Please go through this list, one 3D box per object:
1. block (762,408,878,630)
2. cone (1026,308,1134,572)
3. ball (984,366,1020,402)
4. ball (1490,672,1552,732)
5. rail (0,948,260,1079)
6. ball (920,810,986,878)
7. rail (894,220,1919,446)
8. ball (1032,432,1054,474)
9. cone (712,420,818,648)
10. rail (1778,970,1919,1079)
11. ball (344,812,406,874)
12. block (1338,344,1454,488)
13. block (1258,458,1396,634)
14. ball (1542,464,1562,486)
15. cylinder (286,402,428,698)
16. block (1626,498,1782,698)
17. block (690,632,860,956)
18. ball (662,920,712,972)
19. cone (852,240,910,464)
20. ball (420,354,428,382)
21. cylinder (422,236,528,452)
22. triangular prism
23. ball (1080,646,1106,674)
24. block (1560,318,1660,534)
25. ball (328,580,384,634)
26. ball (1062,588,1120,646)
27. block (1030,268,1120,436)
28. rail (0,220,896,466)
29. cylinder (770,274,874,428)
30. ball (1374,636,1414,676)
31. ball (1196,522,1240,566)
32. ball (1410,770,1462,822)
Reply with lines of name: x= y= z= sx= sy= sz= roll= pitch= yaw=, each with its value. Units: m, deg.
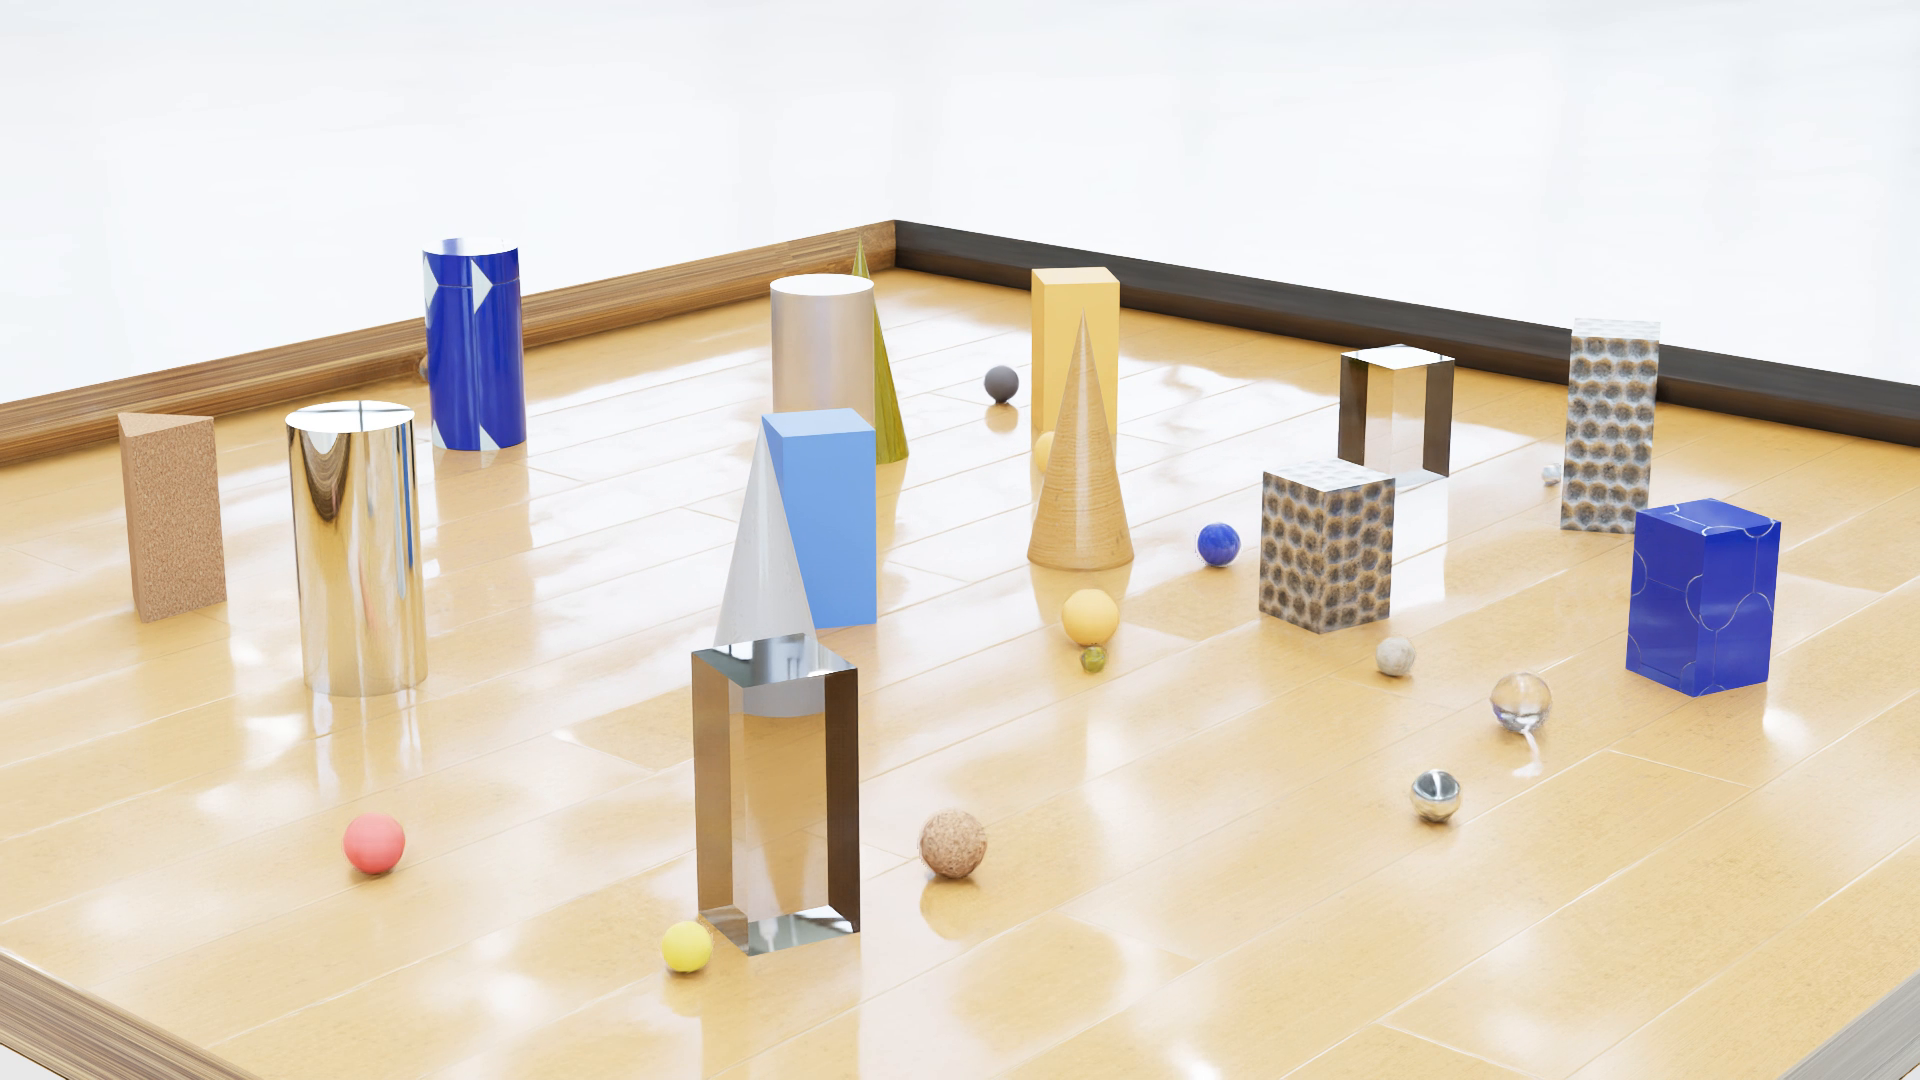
block: x=-0.239 y=-0.036 z=4.984 sx=0.158 sy=0.339 sz=0.158 roll=-5 pitch=17 yaw=-16
cone: x=0.220 y=-0.194 z=5.291 sx=0.198 sy=0.466 sz=0.198 roll=0 pitch=17 yaw=0
ball: x=0.092 y=-0.344 z=6.459 sx=0.080 sy=0.080 sz=0.080 roll=0 pitch=17 yaw=0
ball: x=0.856 y=0.247 z=4.471 sx=0.094 sy=0.094 sz=0.094 roll=0 pitch=17 yaw=0
rail: x=-1.335 y=0.476 z=3.648 sx=4.043 sy=0.129 sz=0.045 roll=14 pitch=22 yaw=39
ball: x=-0.009 y=0.408 z=3.943 sx=0.090 sy=0.090 sz=0.090 roll=0 pitch=17 yaw=0
rail: x=1.335 y=-0.411 z=6.592 sx=4.043 sy=0.129 sz=0.045 roll=14 pitch=22 yaw=39
ball: x=0.191 y=-0.171 z=5.862 sx=0.092 sy=0.092 sz=0.092 roll=0 pitch=17 yaw=0
cone: x=-0.309 y=0.021 z=4.626 sx=0.198 sy=0.438 sz=0.198 roll=0 pitch=17 yaw=0
rail: x=1.509 y=0.410 z=3.866 sx=0.045 sy=0.129 sz=4.120 roll=14 pitch=22 yaw=39
ball: x=-0.790 y=0.408 z=3.956 sx=0.082 sy=0.082 sz=0.082 roll=0 pitch=17 yaw=0
block: x=0.869 y=-0.248 z=5.853 sx=0.158 sy=0.244 sz=0.158 roll=-11 pitch=20 yaw=-32
block: x=0.624 y=0.008 z=4.995 sx=0.158 sy=0.250 sz=0.158 roll=-11 pitch=20 yaw=-32
ball: x=1.173 y=-0.129 z=5.810 sx=0.041 sy=0.041 sz=0.041 roll=0 pitch=17 yaw=0
cylinder: x=-0.956 y=0.013 z=4.662 sx=0.198 sy=0.432 sz=0.198 roll=0 pitch=17 yaw=0
block: x=1.188 y=0.090 z=4.692 sx=0.158 sy=0.267 sz=0.158 roll=-9 pitch=19 yaw=-28
block: x=-0.235 y=0.323 z=3.756 sx=0.158 sy=0.360 sz=0.158 roll=-9 pitch=19 yaw=-27
ball: x=-0.341 y=0.507 z=3.659 sx=0.064 sy=0.064 sz=0.064 roll=0 pitch=17 yaw=0
cone: x=-0.202 y=-0.396 z=5.984 sx=0.198 sy=0.453 sz=0.198 roll=0 pitch=17 yaw=0
ball: x=-1.186 y=-0.389 z=6.624 sx=0.069 sy=0.069 sz=0.069 roll=0 pitch=17 yaw=0
cylinder: x=-1.009 y=-0.409 z=6.099 sx=0.198 sy=0.411 sz=0.198 roll=0 pitch=17 yaw=0
triangular prism: x=-1.388 y=-0.048 z=5.044 sx=0.149 sy=0.328 sz=0.172 roll=14 pitch=22 yaw=38
ball: x=0.216 y=0.193 z=4.736 sx=0.043 sy=0.043 sz=0.043 roll=0 pitch=17 yaw=0
block: x=1.224 y=-0.215 z=5.520 sx=0.158 sy=0.374 sz=0.158 roll=4 pitch=17 yaw=13
ball: x=-1.014 y=0.112 z=4.924 sx=0.090 sy=0.090 sz=0.090 roll=0 pitch=17 yaw=0
ball: x=0.216 y=0.128 z=4.864 sx=0.095 sy=0.095 sz=0.095 roll=0 pitch=17 yaw=0
block: x=0.243 y=-0.400 z=6.216 sx=0.158 sy=0.326 sz=0.158 roll=-2 pitch=17 yaw=-8
rail: x=-1.509 y=-0.346 z=6.374 sx=0.045 sy=0.129 sz=4.120 roll=14 pitch=22 yaw=39
cylinder: x=-0.265 y=-0.289 z=5.686 sx=0.198 sy=0.420 sz=0.198 roll=0 pitch=17 yaw=0
ball: x=0.700 y=0.187 z=4.723 sx=0.063 sy=0.063 sz=0.063 roll=0 pitch=17 yaw=0
ball: x=0.467 y=0.007 z=5.292 sx=0.079 sy=0.079 sz=0.079 roll=0 pitch=17 yaw=0
ball: x=0.671 y=0.360 z=4.133 sx=0.073 sy=0.073 sz=0.073 roll=0 pitch=17 yaw=0
